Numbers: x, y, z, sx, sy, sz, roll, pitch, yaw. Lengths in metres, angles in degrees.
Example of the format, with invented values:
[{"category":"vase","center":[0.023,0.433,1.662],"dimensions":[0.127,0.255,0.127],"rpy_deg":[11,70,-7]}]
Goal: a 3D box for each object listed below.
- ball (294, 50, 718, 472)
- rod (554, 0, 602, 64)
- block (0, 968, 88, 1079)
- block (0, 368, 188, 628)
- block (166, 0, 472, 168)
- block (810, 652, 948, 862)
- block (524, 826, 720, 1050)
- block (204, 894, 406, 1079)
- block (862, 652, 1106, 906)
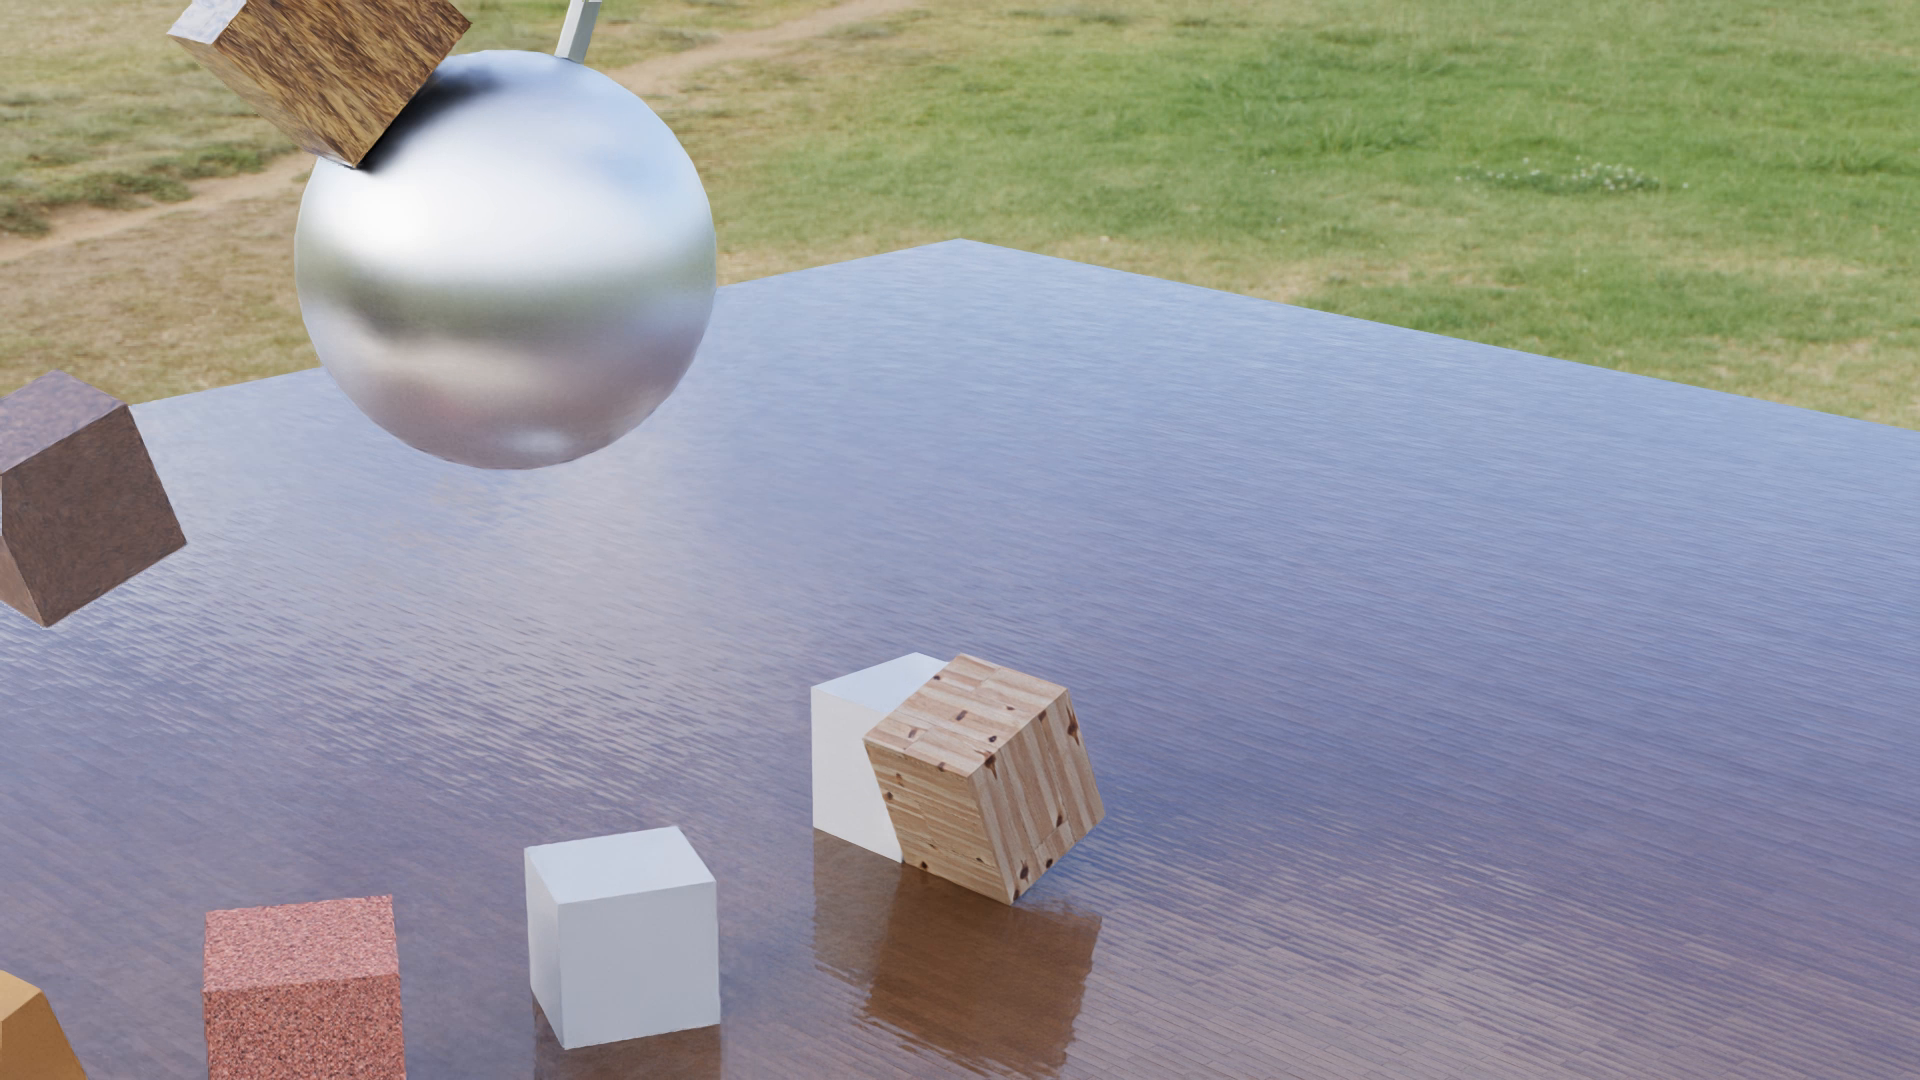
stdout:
[{"category":"ball","center":[-1.726,-1.063,11.199],"dimensions":[1.600,1.600,1.600],"rpy_deg":[0,17,0]},{"category":"rod","center":[-0.748,-4.320,11.200],"dimensions":[0.080,5.200,0.080],"rpy_deg":[17,0,42]},{"category":"block","center":[-3.615,1.969,10.613],"dimensions":[0.588,0.626,0.616],"rpy_deg":[14,41,39]},{"category":"block","center":[-3.139,-0.152,10.134],"dimensions":[0.571,0.581,0.523],"rpy_deg":[-35,37,-29]},{"category":"block","center":[-2.325,-1.853,10.622],"dimensions":[0.663,0.673,0.648],"rpy_deg":[42,-9,-30]},{"category":"block","center":[-0.242,1.020,13.913],"dimensions":[0.690,0.710,0.606],"rpy_deg":[-17,24,-42]},{"category":"block","center":[-1.395,1.630,12.092],"dimensions":[0.652,0.639,0.604],"rpy_deg":[-6,19,-19]},{"category":"block","center":[-2.487,1.867,11.174],"dimensions":[0.702,0.737,0.717],"rpy_deg":[-4,18,-12]},{"category":"block","center":[0.115,1.079,13.340],"dimensions":[0.671,0.747,0.680],"rpy_deg":[17,45,42]}]
